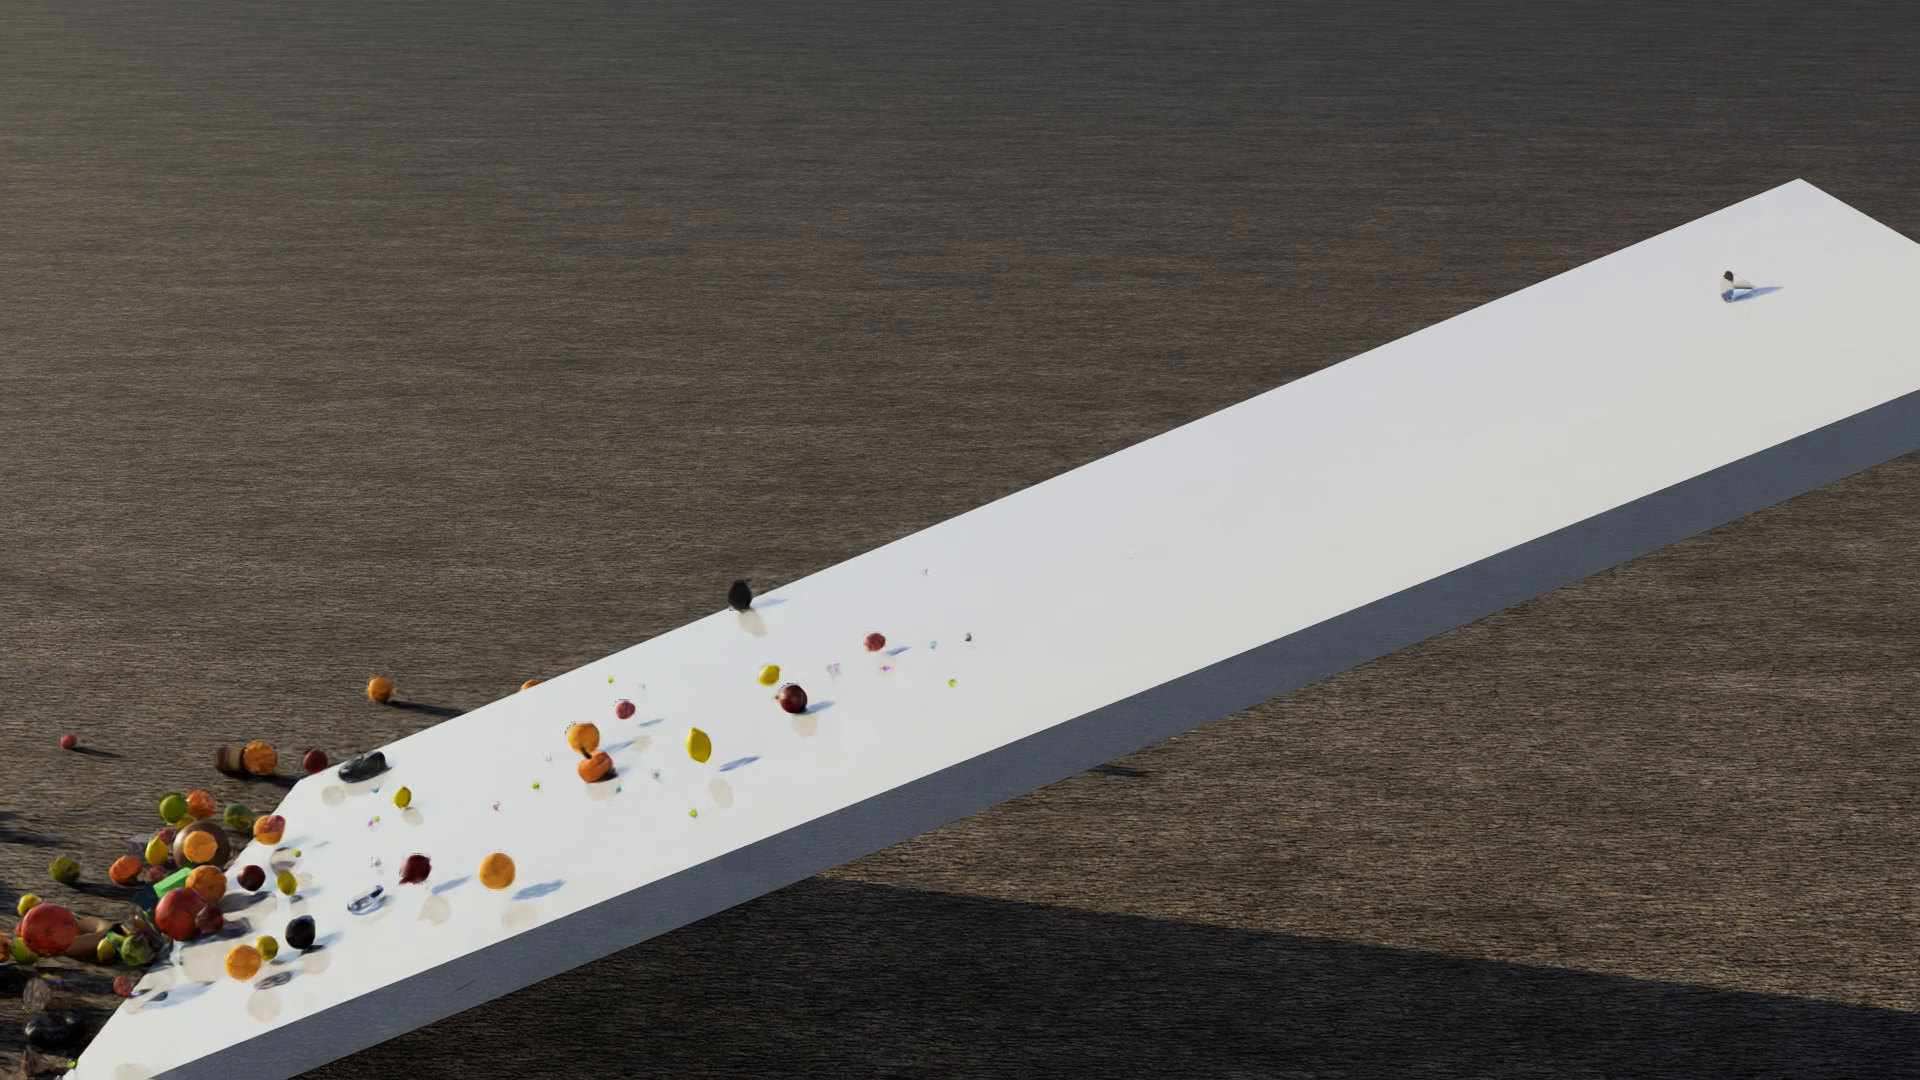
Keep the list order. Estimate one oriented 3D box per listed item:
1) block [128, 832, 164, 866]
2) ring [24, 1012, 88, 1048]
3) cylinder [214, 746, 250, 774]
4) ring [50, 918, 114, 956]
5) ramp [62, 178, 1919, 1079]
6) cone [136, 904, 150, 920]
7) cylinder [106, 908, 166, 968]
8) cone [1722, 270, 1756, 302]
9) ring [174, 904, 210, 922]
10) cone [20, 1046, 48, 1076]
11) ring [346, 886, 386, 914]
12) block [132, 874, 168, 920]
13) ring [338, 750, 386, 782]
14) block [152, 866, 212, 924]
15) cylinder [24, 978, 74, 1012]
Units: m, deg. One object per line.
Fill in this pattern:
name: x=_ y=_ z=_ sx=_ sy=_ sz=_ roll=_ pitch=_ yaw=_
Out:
block: x=-1.997 y=0.757 z=7.209 sx=0.058 sy=0.058 sz=0.058 roll=4 pitch=15 yaw=18
ring: x=-1.900 y=1.030 z=6.182 sx=0.131 sy=0.044 sz=0.131 roll=-1 pitch=15 yaw=0
cylinder: x=-1.942 y=0.586 z=7.853 sx=0.070 sy=0.070 sz=0.070 roll=3 pitch=15 yaw=10
ring: x=-1.986 y=0.901 z=6.672 sx=0.149 sy=0.050 sz=0.149 roll=1 pitch=15 yaw=0
ramp: x=0.128 y=0.172 z=6.287 sx=4.000 sy=0.100 sz=2.000 roll=-22 pitch=12 yaw=8
cone: x=-1.898 y=0.855 z=6.820 sx=0.050 sy=0.050 sz=0.050 roll=-19 pitch=14 yaw=5
cylinder: x=-1.813 y=0.876 z=6.470 sx=0.093 sy=0.093 sz=0.093 roll=-33 pitch=10 yaw=7
cone: x=1.641 y=-0.530 z=6.165 sx=0.067 sy=0.067 sz=0.067 roll=2 pitch=14 yaw=-8
ring: x=-1.709 y=0.831 z=6.543 sx=0.080 sy=0.027 sz=0.080 roll=-15 pitch=-3 yaw=-1
cone: x=-1.904 y=1.056 z=6.022 sx=0.058 sy=0.058 sz=0.058 roll=-10 pitch=25 yaw=5
ring: x=-1.223 y=0.742 z=6.059 sx=0.087 sy=0.029 sz=0.087 roll=-23 pitch=11 yaw=5
block: x=-1.857 y=0.828 z=6.820 sx=0.071 sy=0.071 sz=0.071 roll=45 pitch=3 yaw=2
ring: x=-1.477 y=0.559 z=7.264 sx=0.123 sy=0.041 sz=0.123 roll=-22 pitch=11 yaw=4
block: x=-1.757 y=0.802 z=6.648 sx=0.087 sy=0.087 sz=0.087 roll=-30 pitch=13 yaw=-25
cylinder: x=-1.949 y=0.973 z=6.291 sx=0.073 sy=0.073 sz=0.073 roll=8 pitch=-5 yaw=29
